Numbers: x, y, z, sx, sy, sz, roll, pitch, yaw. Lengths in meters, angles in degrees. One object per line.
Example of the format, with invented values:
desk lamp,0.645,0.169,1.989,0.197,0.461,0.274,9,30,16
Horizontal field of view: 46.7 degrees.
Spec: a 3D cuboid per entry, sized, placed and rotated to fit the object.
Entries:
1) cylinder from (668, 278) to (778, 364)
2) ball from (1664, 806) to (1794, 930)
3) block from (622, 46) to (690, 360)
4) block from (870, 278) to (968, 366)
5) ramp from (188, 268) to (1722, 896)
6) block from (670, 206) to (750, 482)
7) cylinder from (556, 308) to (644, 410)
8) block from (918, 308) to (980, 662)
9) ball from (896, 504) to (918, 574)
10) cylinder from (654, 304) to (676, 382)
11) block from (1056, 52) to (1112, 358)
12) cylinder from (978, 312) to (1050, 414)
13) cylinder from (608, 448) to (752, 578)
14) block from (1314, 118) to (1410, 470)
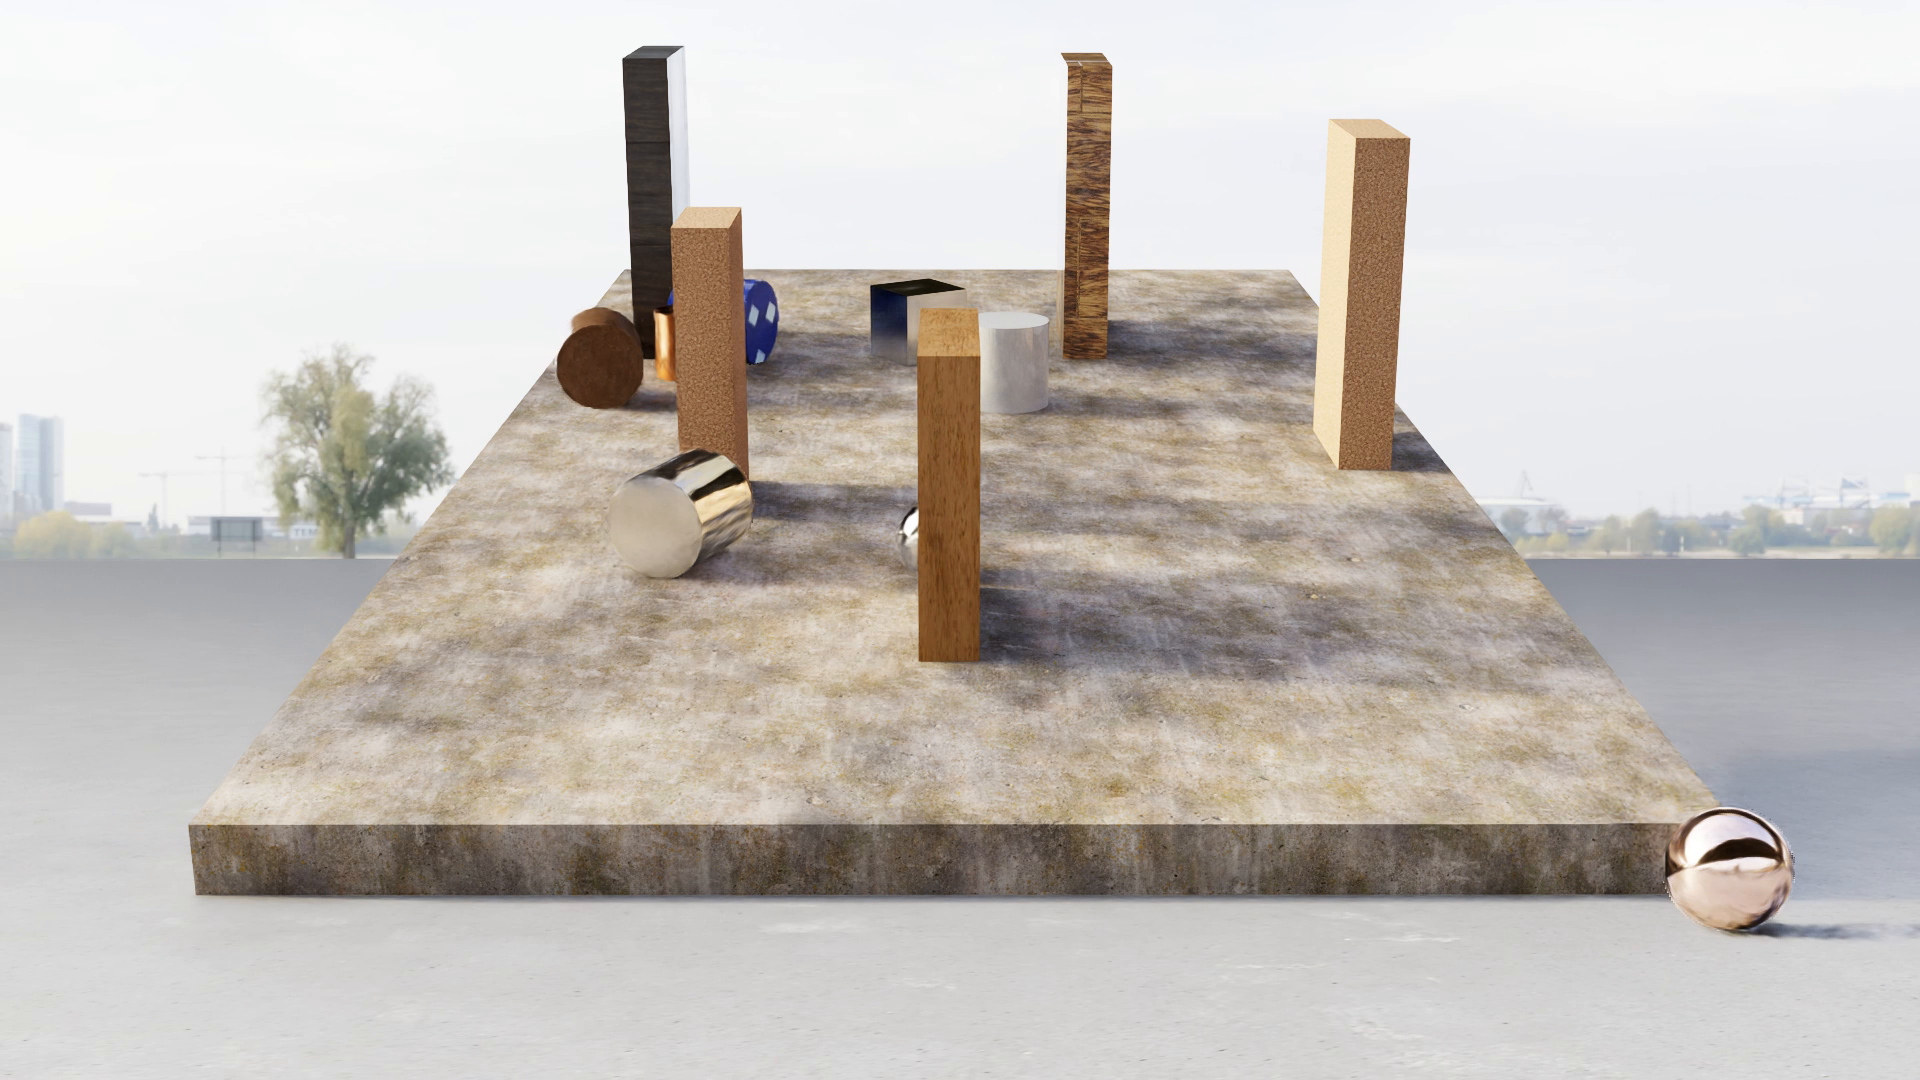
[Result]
cylinder,-0.583,-0.544,5.472,0.204,0.204,0.204,7,2,21
ball,0.910,0.389,2.634,0.145,0.145,0.145,0,0,0
block,-0.751,-0.850,5.570,0.108,0.730,0.375,0,17,0
block,-0.102,-0.541,5.513,0.174,0.174,0.174,-11,20,-32
ramp,-0.003,-0.176,4.799,2.000,0.100,4.000,0,17,0
block,-0.473,-0.343,4.242,0.106,0.547,0.252,0,17,0
cylinder,-0.821,-0.415,5.072,0.195,0.195,0.195,0,17,-10
block,-0.017,-0.096,3.554,0.095,0.483,0.365,0,17,0
ball,-0.045,-0.002,3.843,0.132,0.132,0.132,0,0,0
cylinder,-0.648,-0.473,5.317,0.158,0.158,0.158,0,17,0
block,0.309,-0.847,5.595,0.108,0.711,0.392,0,17,0
cylinder,0.105,-0.403,5.038,0.193,0.193,0.193,0,17,0
cylinder,-0.489,-0.047,3.897,0.186,0.186,0.186,0,16,23
block,0.823,-0.511,4.584,0.107,0.669,0.327,0,17,0
